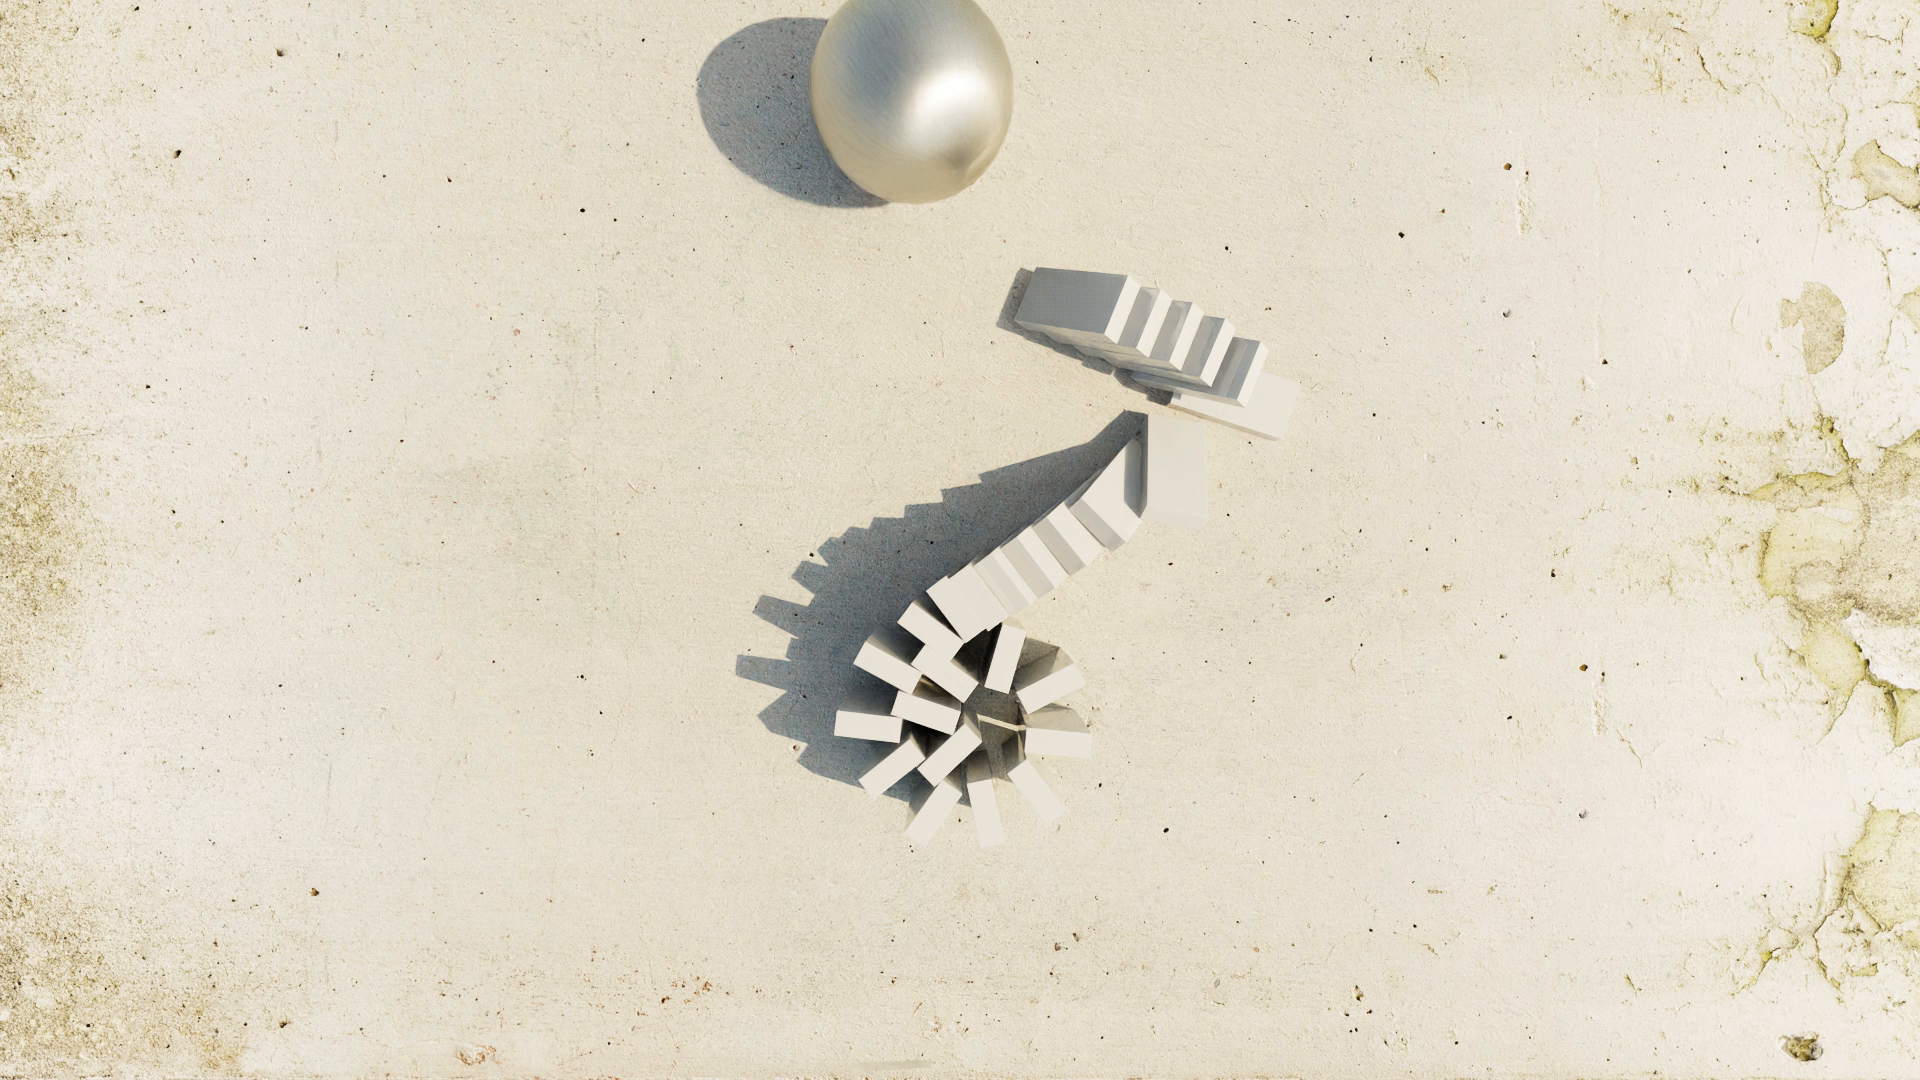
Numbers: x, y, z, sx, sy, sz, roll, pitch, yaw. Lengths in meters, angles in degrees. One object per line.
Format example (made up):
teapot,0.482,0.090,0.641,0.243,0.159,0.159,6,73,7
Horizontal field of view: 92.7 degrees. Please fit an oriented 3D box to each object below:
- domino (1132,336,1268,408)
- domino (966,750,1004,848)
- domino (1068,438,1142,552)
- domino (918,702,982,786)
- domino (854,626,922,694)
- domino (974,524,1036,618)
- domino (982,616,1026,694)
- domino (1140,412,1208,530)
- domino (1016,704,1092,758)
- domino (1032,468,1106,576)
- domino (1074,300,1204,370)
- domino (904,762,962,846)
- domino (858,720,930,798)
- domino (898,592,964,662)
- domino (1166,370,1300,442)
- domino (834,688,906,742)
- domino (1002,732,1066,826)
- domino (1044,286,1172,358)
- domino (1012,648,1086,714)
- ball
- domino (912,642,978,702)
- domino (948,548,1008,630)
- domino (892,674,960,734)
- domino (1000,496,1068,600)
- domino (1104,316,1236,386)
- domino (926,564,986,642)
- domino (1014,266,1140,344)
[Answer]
domino,0.099,-0.073,0.381,0.050,0.010,0.025,22,90,39
domino,0.010,0.104,0.375,0.009,0.050,0.025,-12,90,0
domino,0.068,-0.019,0.380,0.025,0.010,0.050,45,49,-1
domino,-0.004,0.082,0.375,0.025,0.050,0.010,-43,91,0
domino,-0.027,0.048,0.375,0.025,0.050,0.010,29,92,0
domino,0.024,0.011,0.375,0.010,0.050,0.025,-37,90,24
domino,0.017,0.045,0.375,0.010,0.050,0.025,16,90,0
domino,0.089,-0.029,0.381,0.025,0.010,0.050,11,55,-3
domino,0.037,0.078,0.375,0.025,0.050,0.010,5,90,0
domino,0.053,-0.008,0.379,0.025,0.050,0.009,51,134,0
domino,0.073,-0.087,0.379,0.050,0.010,0.025,22,90,44
domino,-0.011,0.104,0.375,0.009,0.050,0.025,36,90,0
domino,-0.026,0.088,0.375,0.025,0.050,0.009,-39,90,0
domino,-0.011,0.034,0.375,0.025,0.050,0.010,37,92,0
domino,0.117,-0.063,0.395,0.050,0.009,0.025,18,90,0
domino,-0.035,0.071,0.375,0.025,0.050,0.009,7,91,0
domino,0.029,0.096,0.375,0.010,0.050,0.025,-37,90,0
domino,0.060,-0.092,0.379,0.050,0.009,0.025,22,90,44
domino,0.035,0.057,0.375,0.025,0.050,0.010,-27,90,0
ball,-0.019,-0.174,0.360,0.080,0.080,0.080,0,90,0
domino,-0.005,0.050,0.375,0.025,0.050,0.009,36,92,0
domino,0.011,0.019,0.375,0.010,0.050,0.025,-37,90,11
domino,-0.013,0.066,0.375,0.025,0.050,0.009,19,91,0
domino,0.038,0.002,0.377,0.010,0.050,0.025,-37,90,36
domino,0.085,-0.081,0.379,0.050,0.010,0.025,24,91,44
domino,0.001,0.025,0.375,0.009,0.050,0.025,-37,90,6
domino,0.048,-0.098,0.379,0.050,0.010,0.025,22,90,44
